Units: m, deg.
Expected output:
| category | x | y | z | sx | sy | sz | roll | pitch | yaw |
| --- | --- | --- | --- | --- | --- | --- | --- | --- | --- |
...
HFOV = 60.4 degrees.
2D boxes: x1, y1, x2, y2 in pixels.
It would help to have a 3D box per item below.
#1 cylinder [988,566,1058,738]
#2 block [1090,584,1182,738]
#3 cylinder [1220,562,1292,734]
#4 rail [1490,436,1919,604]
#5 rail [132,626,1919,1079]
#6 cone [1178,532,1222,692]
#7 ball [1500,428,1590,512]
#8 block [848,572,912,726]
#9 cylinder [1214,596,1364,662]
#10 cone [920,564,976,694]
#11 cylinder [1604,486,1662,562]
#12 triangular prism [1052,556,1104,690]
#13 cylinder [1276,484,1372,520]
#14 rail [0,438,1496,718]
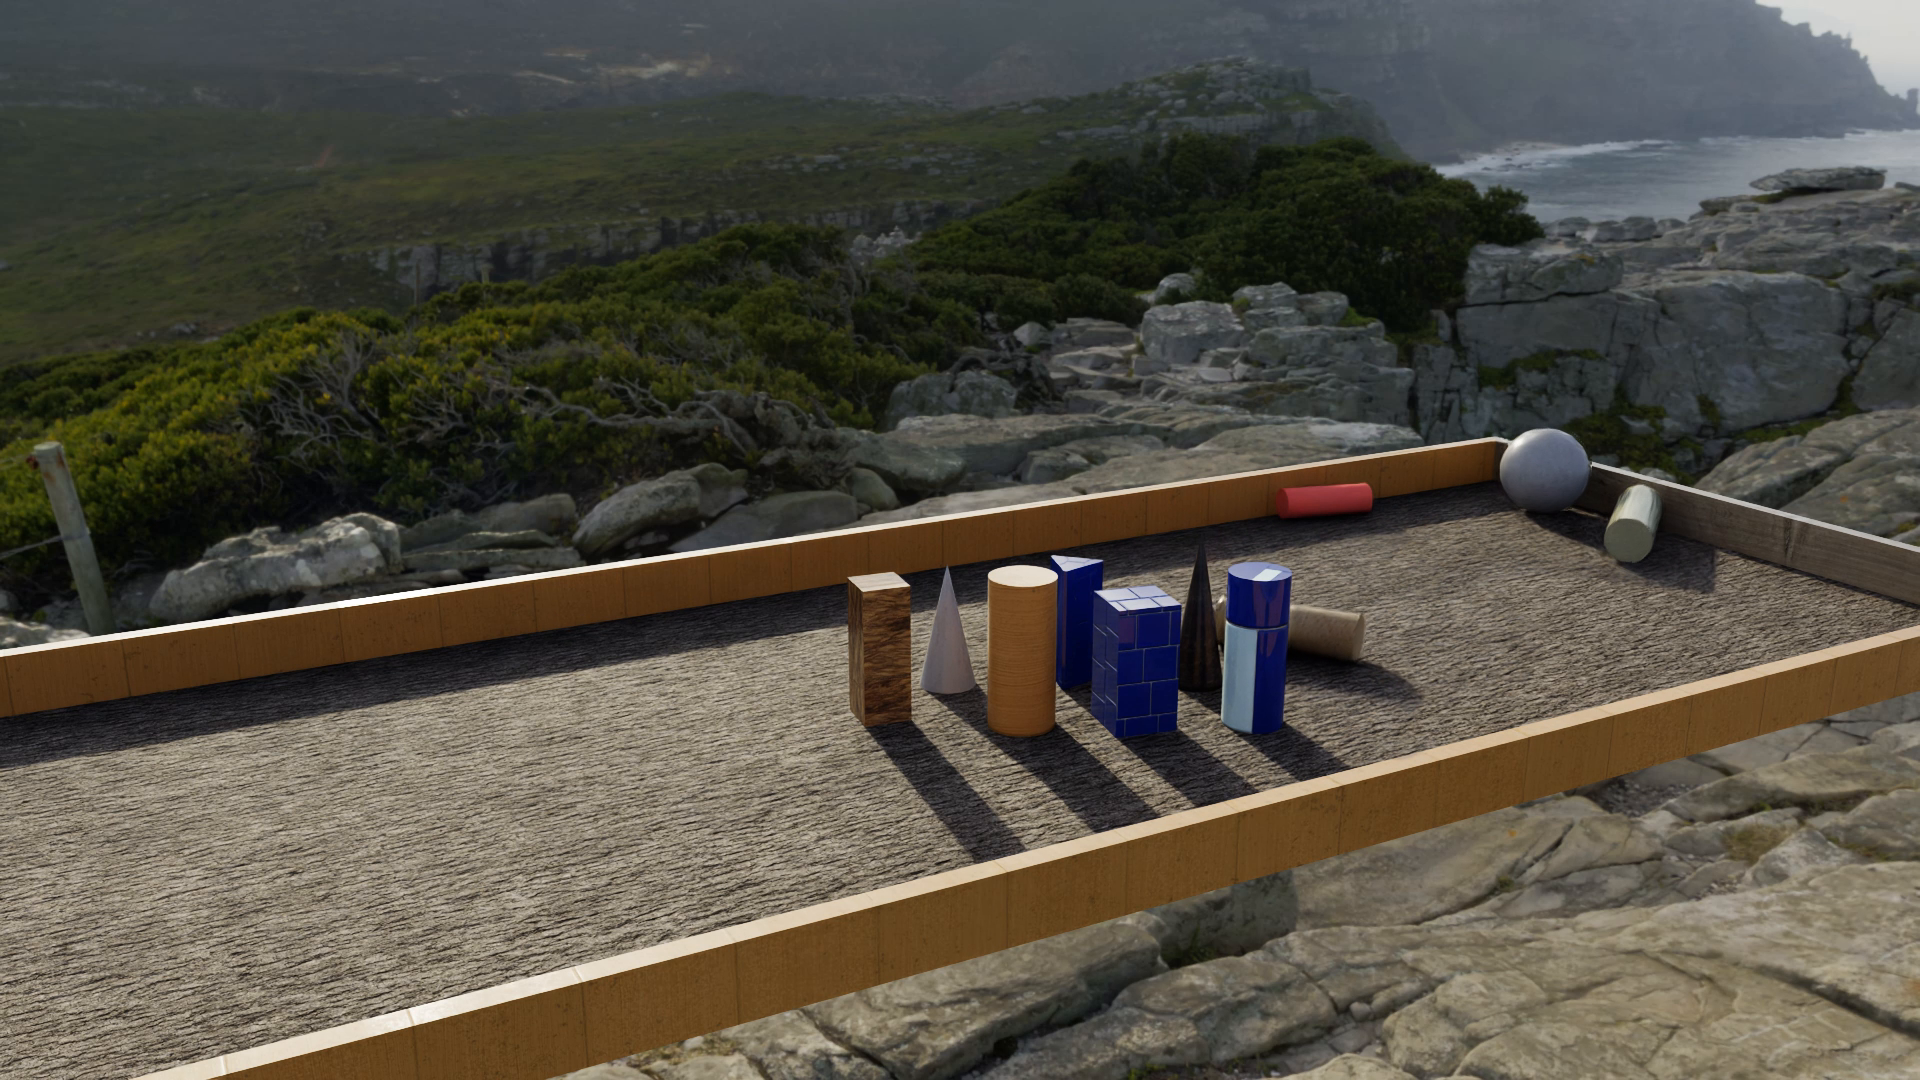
| category | x | y | z | sx | sy | sz | roll | pitch | yaw |
| --- | --- | --- | --- | --- | --- | --- | --- | --- | --- |
| cylinder | 0.144 | 0.257 | 3.832 | 0.160 | 0.365 | 0.160 | 0 | 16 | 0 |
| block | 0.409 | 0.281 | 3.851 | 0.154 | 0.309 | 0.154 | -5 | 17 | -17 |
| cylinder | 0.689 | 0.251 | 3.842 | 0.145 | 0.372 | 0.145 | 0 | 16 | 0 |
| rail | 2.466 | -0.048 | 5.253 | 0.050 | 0.150 | 2.100 | -9 | 18 | -27 |
| rail | -2.336 | 1.006 | 1.665 | 12.000 | 0.150 | 0.050 | -9 | 18 | -27 |
| cone | 0.592 | 0.165 | 4.084 | 0.136 | 0.401 | 0.136 | 0 | 16 | 0 |
| ball | 2.003 | -0.239 | 5.652 | 0.292 | 0.292 | 0.292 | 0 | 16 | 0 |
| block | -0.190 | 0.257 | 3.889 | 0.116 | 0.334 | 0.116 | -6 | 18 | -21 |
| cylinder | 0.863 | 0.233 | 4.339 | 0.369 | 0.126 | 0.126 | 8 | 18 | 25 |
| cone | -0.031 | 0.209 | 4.090 | 0.143 | 0.313 | 0.143 | 0 | 16 | 0 |
| cylinder | 2.162 | -0.056 | 5.291 | 0.143 | 0.143 | 0.447 | 8 | 18 | 25 |
| triangular prism | 0.267 | 0.199 | 4.130 | 0.132 | 0.309 | 0.114 | -14 | 21 | -39 |
| cylinder | 1.241 | -0.132 | 5.620 | 0.308 | 0.104 | 0.104 | -4 | 17 | -13 |
| rail | -3.305 | 0.497 | 3.399 | 12.000 | 0.150 | 0.050 | -9 | 18 | -27 |
